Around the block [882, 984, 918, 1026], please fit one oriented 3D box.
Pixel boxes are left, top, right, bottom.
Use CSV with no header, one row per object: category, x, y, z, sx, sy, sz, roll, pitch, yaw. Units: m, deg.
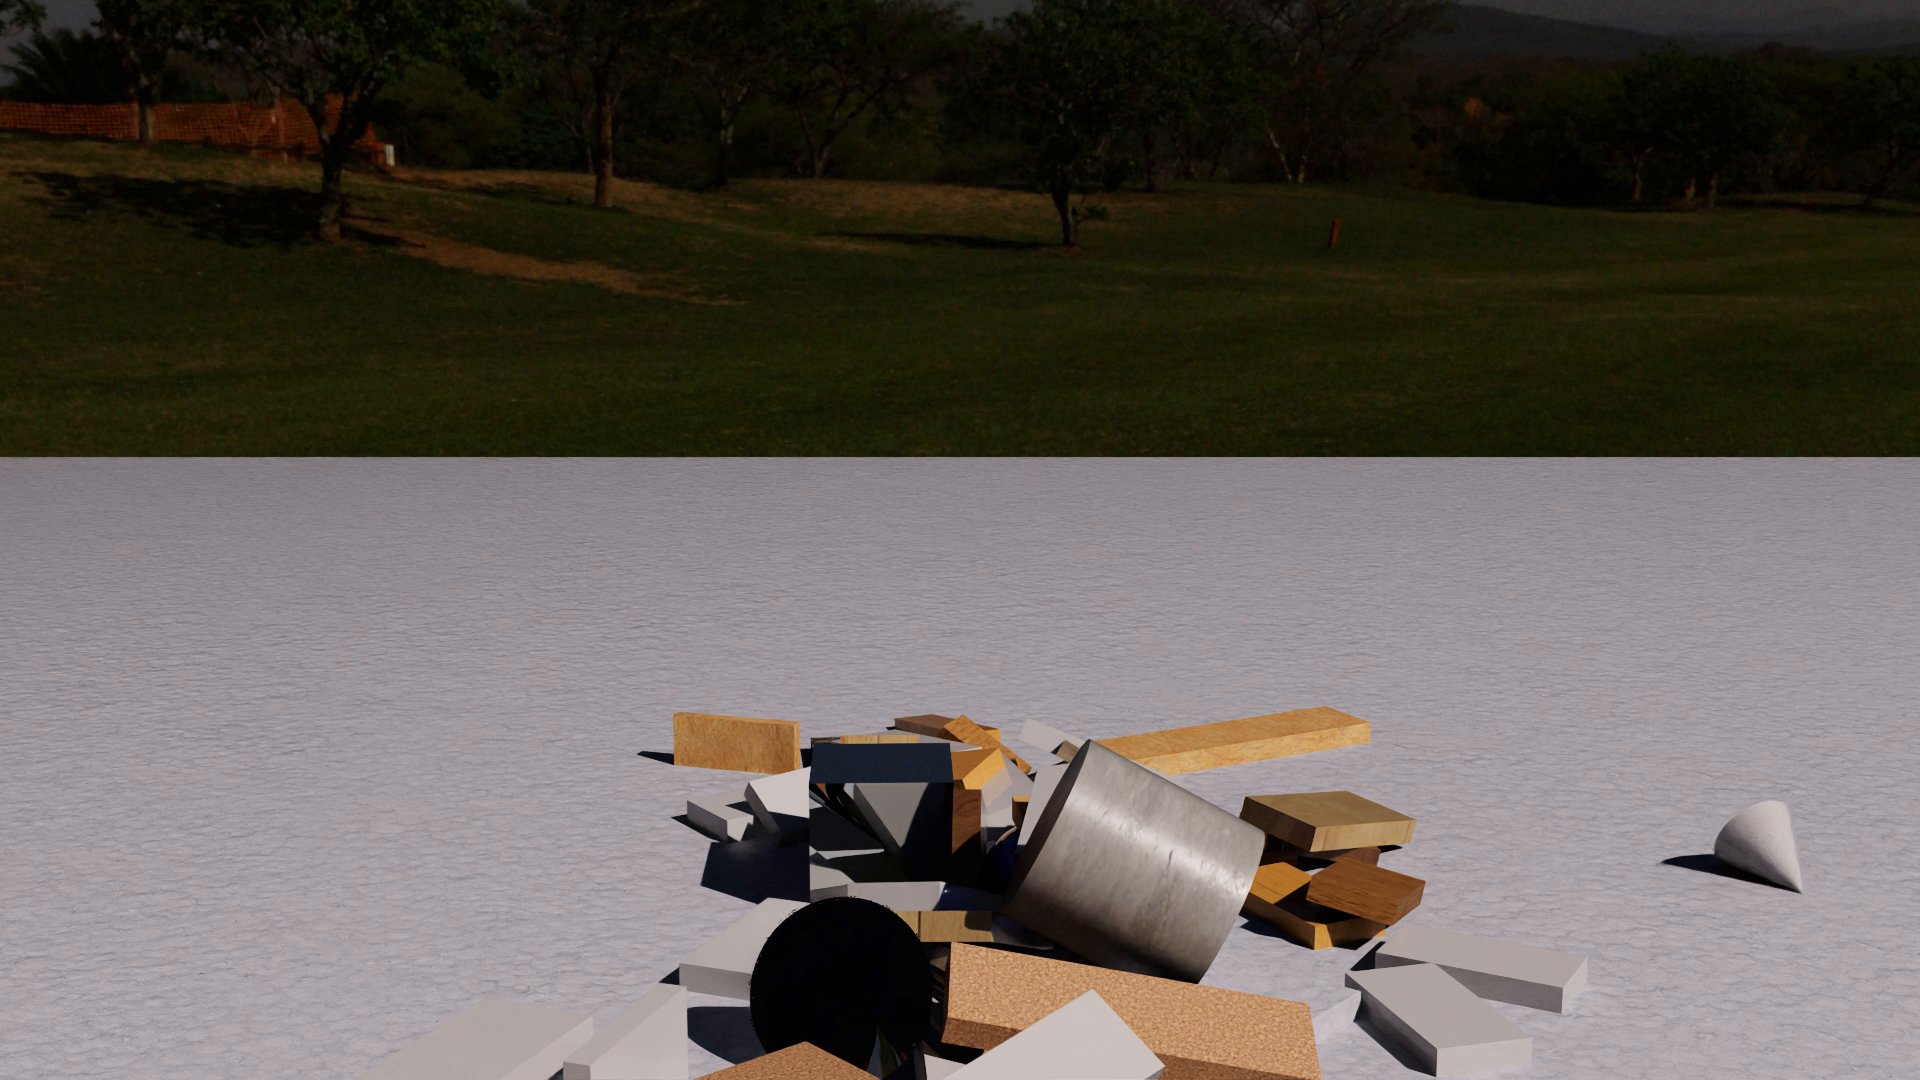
block,-0.063,0.673,3.175,0.058,0.017,0.117,-5,12,-24

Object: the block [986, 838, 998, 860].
block,-0.007,0.537,3.870,0.222,0.031,0.109,-6,12,-31

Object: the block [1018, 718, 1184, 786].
block,0.258,0.406,4.043,0.303,0.043,0.152,22,-5,5

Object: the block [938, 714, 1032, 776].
block,0.049,0.414,4.302,0.175,0.025,0.088,36,25,16

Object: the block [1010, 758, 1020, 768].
block,0.031,0.454,4.136,0.103,0.029,0.207,-7,8,21

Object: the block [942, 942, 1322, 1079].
block,0.225,0.638,2.910,0.494,0.043,0.152,11,28,-4

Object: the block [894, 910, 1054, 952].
block,0.021,0.576,3.234,0.151,0.043,0.301,-3,-14,19

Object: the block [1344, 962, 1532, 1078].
block,0.670,0.674,3.106,0.142,0.040,0.284,-3,11,-15

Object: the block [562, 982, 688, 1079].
block,-0.425,0.681,2.816,0.038,0.133,0.266,4,11,18

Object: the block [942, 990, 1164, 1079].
block,0.111,0.675,2.734,0.275,0.039,0.137,-21,54,-39

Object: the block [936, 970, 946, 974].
block,0.011,0.644,3.221,0.117,0.017,0.059,-4,10,-17

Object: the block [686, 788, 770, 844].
block,-0.333,0.494,4.067,0.304,0.043,0.152,-7,13,-34

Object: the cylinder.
cylinder,0.242,0.469,3.115,0.277,0.277,0.277,28,12,0

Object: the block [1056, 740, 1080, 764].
block,0.276,0.424,3.905,0.222,0.031,0.111,30,-2,6

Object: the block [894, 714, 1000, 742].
block,-0.029,0.390,4.530,0.088,0.025,0.347,-5,3,-23

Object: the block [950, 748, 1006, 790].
block,-0.060,0.428,3.955,0.257,0.036,0.129,-10,15,36

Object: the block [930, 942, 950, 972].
block,0.073,0.632,3.088,0.221,0.031,0.110,20,-6,42

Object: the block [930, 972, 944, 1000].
block,0.013,0.638,3.062,0.074,0.021,0.148,15,2,-38

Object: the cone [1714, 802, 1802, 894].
cone,1.383,0.547,3.723,0.147,0.147,0.147,-4,38,-20

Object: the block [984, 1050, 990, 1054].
block,0.090,0.691,2.869,0.125,0.035,0.250,18,9,5

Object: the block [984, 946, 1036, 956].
block,0.049,0.620,3.278,0.074,0.021,0.148,6,-14,-22

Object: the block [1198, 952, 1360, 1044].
block,0.419,0.659,3.188,0.284,0.040,0.142,9,14,39

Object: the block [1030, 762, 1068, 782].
block,0.118,0.460,3.911,0.218,0.031,0.109,-22,12,-12

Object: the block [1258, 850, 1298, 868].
block,0.467,0.544,3.833,0.218,0.031,0.109,-2,11,-9

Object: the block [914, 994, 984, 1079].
block,0.006,0.699,2.889,0.125,0.035,0.426,16,9,-7

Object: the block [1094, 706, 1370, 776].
block,0.556,0.414,4.499,0.593,0.043,0.152,-6,12,-28

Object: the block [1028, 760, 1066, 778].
block,0.167,0.470,4.011,0.140,0.040,0.281,-21,8,-6

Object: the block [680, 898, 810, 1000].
block,-0.291,0.625,3.365,0.151,0.043,0.301,4,11,21

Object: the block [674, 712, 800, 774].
block,-0.445,0.406,4.378,0.259,0.103,0.029,3,11,17

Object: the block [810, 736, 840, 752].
block,-0.242,0.437,4.413,0.104,0.029,0.207,-1,11,-7

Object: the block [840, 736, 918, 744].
block,-0.139,0.438,3.840,0.133,0.266,0.038,0,47,-2

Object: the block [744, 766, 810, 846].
block,-0.250,0.472,4.007,0.257,0.036,0.129,-10,47,-36

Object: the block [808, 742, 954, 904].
block,-0.129,0.479,3.634,0.231,0.231,0.231,0,11,-2

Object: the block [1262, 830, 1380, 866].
block,0.605,0.520,3.820,0.222,0.031,0.111,10,9,-16

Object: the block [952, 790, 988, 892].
block,0.016,0.490,3.481,0.043,0.152,0.303,1,-14,3

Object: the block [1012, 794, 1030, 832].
block,0.177,0.471,3.522,0.142,0.040,0.284,-2,13,-8

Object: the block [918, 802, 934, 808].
block,-0.027,0.484,4.171,0.176,0.025,0.088,8,13,36

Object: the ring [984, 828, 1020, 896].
ring,0.229,0.543,3.579,0.384,0.128,0.384,-1,11,0

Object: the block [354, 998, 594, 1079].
block,-0.654,0.705,2.916,0.174,0.049,0.348,4,11,22

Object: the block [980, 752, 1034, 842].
block,0.044,0.454,3.874,0.153,0.043,0.312,-22,12,-9

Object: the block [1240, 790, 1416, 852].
block,0.643,0.488,3.833,0.307,0.043,0.153,4,12,-46

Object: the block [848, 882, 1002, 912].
block,-0.036,0.558,3.354,0.151,0.043,0.301,-5,-15,24

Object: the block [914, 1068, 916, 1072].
block,-0.034,0.700,3.029,0.059,0.017,0.117,0,11,-1

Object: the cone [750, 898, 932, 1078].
cone,-0.131,0.643,3.069,0.256,0.256,0.256,3,-16,15

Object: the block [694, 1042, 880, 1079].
block,-0.181,0.682,2.614,0.171,0.048,0.342,-13,8,-29

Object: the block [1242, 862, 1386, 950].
block,0.548,0.590,3.562,0.137,0.039,0.274,-5,12,-27

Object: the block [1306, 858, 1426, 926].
block,0.652,0.560,3.515,0.137,0.039,0.274,15,4,20

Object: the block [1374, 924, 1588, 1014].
block,0.780,0.639,3.294,0.281,0.040,0.140,6,12,29

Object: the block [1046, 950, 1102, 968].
block,0.232,0.653,3.105,0.133,0.038,0.266,18,3,-24

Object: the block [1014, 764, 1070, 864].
block,0.170,0.428,3.430,0.129,0.036,0.257,-9,23,15

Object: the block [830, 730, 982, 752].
block,-0.105,0.415,4.242,0.152,0.043,0.304,-7,6,-34
